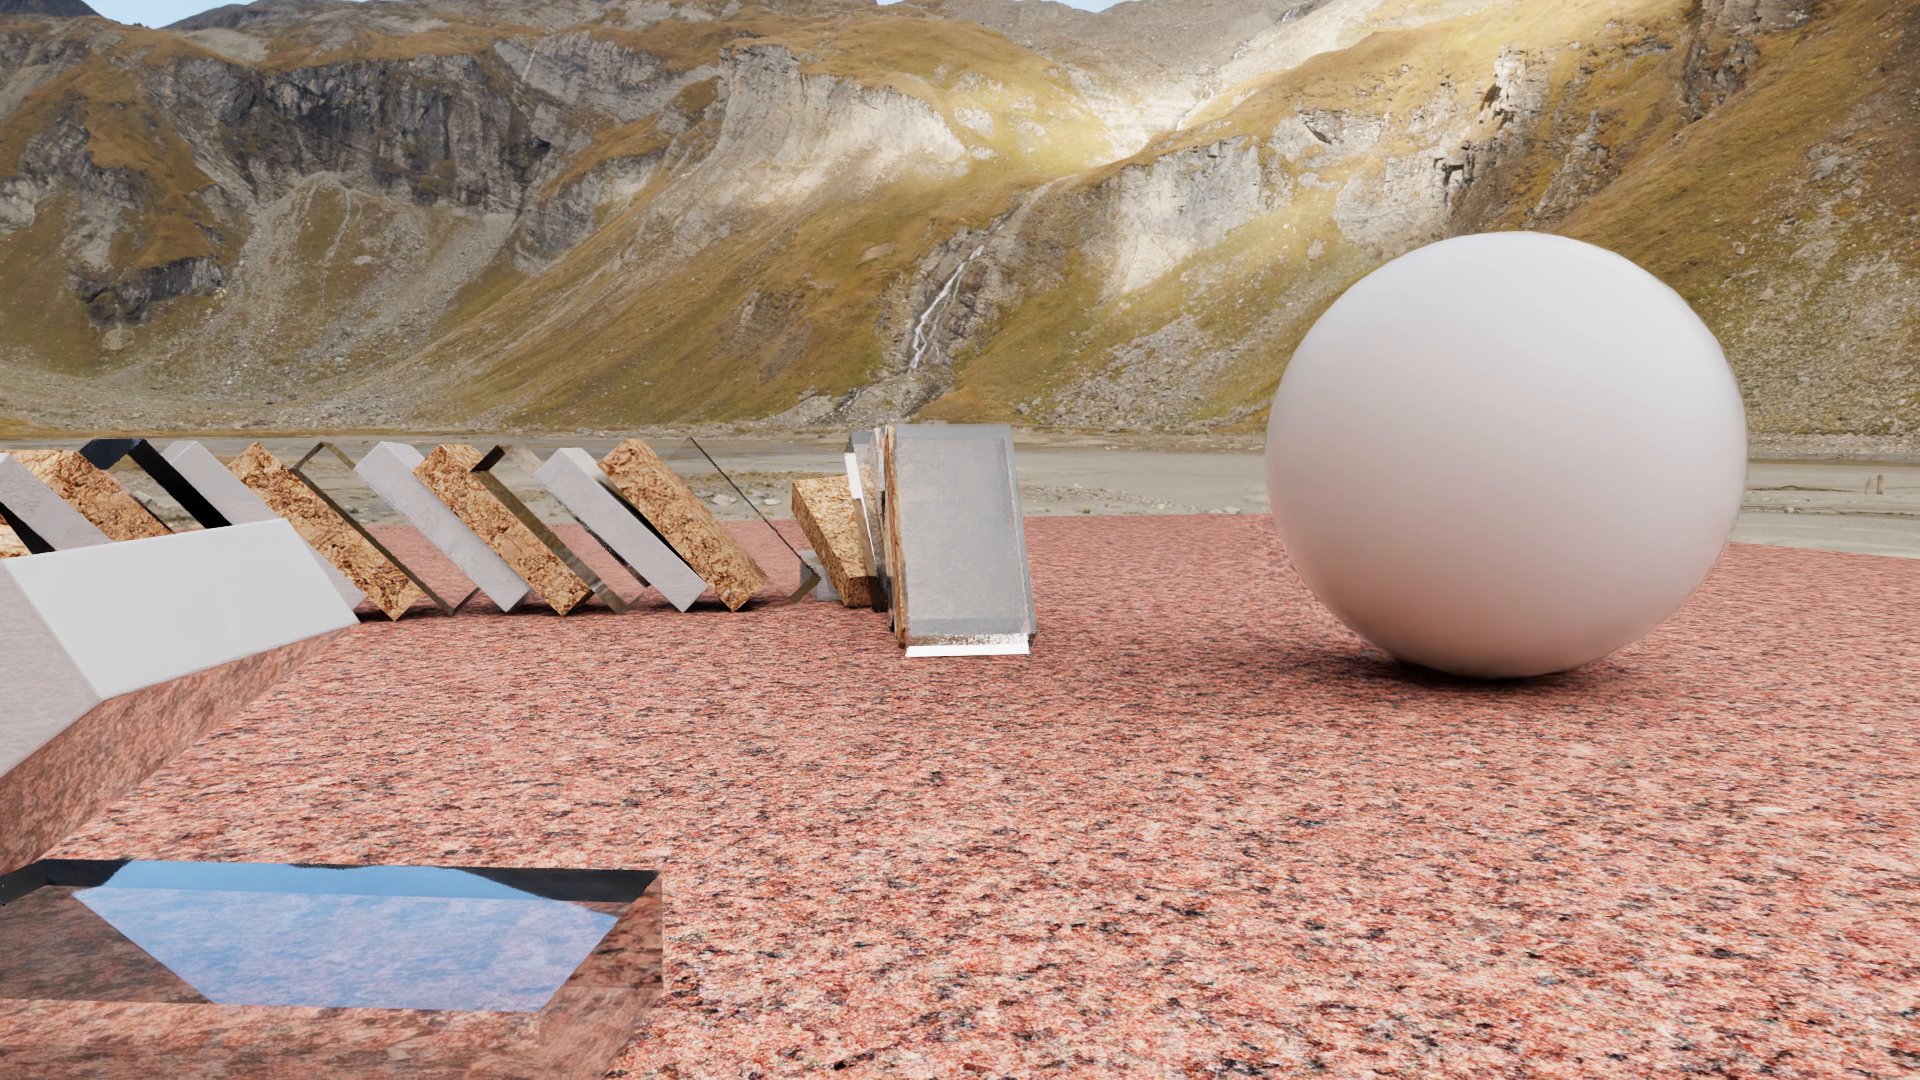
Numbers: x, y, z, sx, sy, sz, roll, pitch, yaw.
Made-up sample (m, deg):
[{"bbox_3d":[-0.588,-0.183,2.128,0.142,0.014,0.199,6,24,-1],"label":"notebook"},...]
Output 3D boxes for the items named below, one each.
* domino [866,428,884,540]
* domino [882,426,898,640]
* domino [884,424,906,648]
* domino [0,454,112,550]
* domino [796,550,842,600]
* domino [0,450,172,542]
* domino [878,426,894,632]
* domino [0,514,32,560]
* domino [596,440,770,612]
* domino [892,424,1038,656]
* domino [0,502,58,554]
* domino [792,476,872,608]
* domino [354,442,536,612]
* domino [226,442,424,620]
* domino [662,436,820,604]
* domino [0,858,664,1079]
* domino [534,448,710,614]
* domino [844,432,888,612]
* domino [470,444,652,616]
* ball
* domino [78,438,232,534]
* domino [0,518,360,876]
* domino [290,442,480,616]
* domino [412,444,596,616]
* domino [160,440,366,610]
[{"bbox_3d":[-0.007,-0.005,0.326,0.025,0.050,0.009,-1,-30,-19],"label":"domino"},{"bbox_3d":[-0.003,-0.003,0.290,0.025,0.050,0.010,-1,-30,-9],"label":"domino"},{"bbox_3d":[-0.002,-0.002,0.278,0.025,0.050,0.009,-1,-30,-9],"label":"domino"},{"bbox_3d":[-0.180,0.003,0.254,0.025,0.010,0.050,2,-38,19],"label":"domino"},{"bbox_3d":[-0.033,0.010,0.375,0.025,0.010,0.050,-1,4,-13],"label":"domino"},{"bbox_3d":[-0.176,0.002,0.269,0.025,0.010,0.050,2,-39,24],"label":"domino"},{"bbox_3d":[-0.005,-0.003,0.301,0.025,0.050,0.010,-1,-30,-9],"label":"domino"},{"bbox_3d":[-0.088,0.016,0.084,0.050,0.010,0.025,-42,-5,12],"label":"domino"},{"bbox_3d":[-0.071,-0.004,0.334,0.010,0.050,0.025,-42,6,0],"label":"domino"},{"bbox_3d":[0.000,-0.001,0.267,0.025,0.050,0.010,-1,-30,-9],"label":"domino"},{"bbox_3d":[-0.182,0.004,0.238,0.025,0.009,0.050,1,-38,13],"label":"domino"},{"bbox_3d":[-0.027,-0.001,0.354,0.025,0.010,0.050,-8,35,-23],"label":"domino"},{"bbox_3d":[-0.128,-0.004,0.327,0.009,0.050,0.025,-45,7,-4],"label":"domino"},{"bbox_3d":[-0.154,-0.002,0.310,0.009,0.050,0.025,-48,25,-18],"label":"domino"},{"bbox_3d":[-0.059,-0.006,0.344,0.010,0.050,0.025,-43,12,-7],"label":"domino"},{"bbox_3d":[-0.049,0.031,0.089,0.050,0.010,0.025,0,4,3],"label":"domino"},{"bbox_3d":[-0.085,-0.003,0.332,0.050,0.010,0.025,44,0,-6],"label":"domino"},{"bbox_3d":[-0.014,-0.006,0.337,0.025,0.050,0.009,-1,-33,-19],"label":"domino"},{"bbox_3d":[-0.100,-0.003,0.328,0.009,0.050,0.025,-45,6,0],"label":"domino"},{"bbox_3d":[0.096,-0.015,0.233,0.080,0.080,0.080,0,4,0],"label":"ball"},{"bbox_3d":[-0.171,-0.001,0.285,0.025,0.050,0.010,3,47,36],"label":"domino"},{"bbox_3d":[-0.069,0.018,0.087,0.050,0.009,0.025,-34,2,9],"label":"domino"},{"bbox_3d":[-0.142,-0.003,0.320,0.010,0.050,0.025,-46,17,-12],"label":"domino"},{"bbox_3d":[-0.113,-0.003,0.326,0.010,0.050,0.025,-45,6,0],"label":"domino"},{"bbox_3d":[-0.164,-0.001,0.299,0.025,0.050,0.009,5,49,49],"label":"domino"}]
